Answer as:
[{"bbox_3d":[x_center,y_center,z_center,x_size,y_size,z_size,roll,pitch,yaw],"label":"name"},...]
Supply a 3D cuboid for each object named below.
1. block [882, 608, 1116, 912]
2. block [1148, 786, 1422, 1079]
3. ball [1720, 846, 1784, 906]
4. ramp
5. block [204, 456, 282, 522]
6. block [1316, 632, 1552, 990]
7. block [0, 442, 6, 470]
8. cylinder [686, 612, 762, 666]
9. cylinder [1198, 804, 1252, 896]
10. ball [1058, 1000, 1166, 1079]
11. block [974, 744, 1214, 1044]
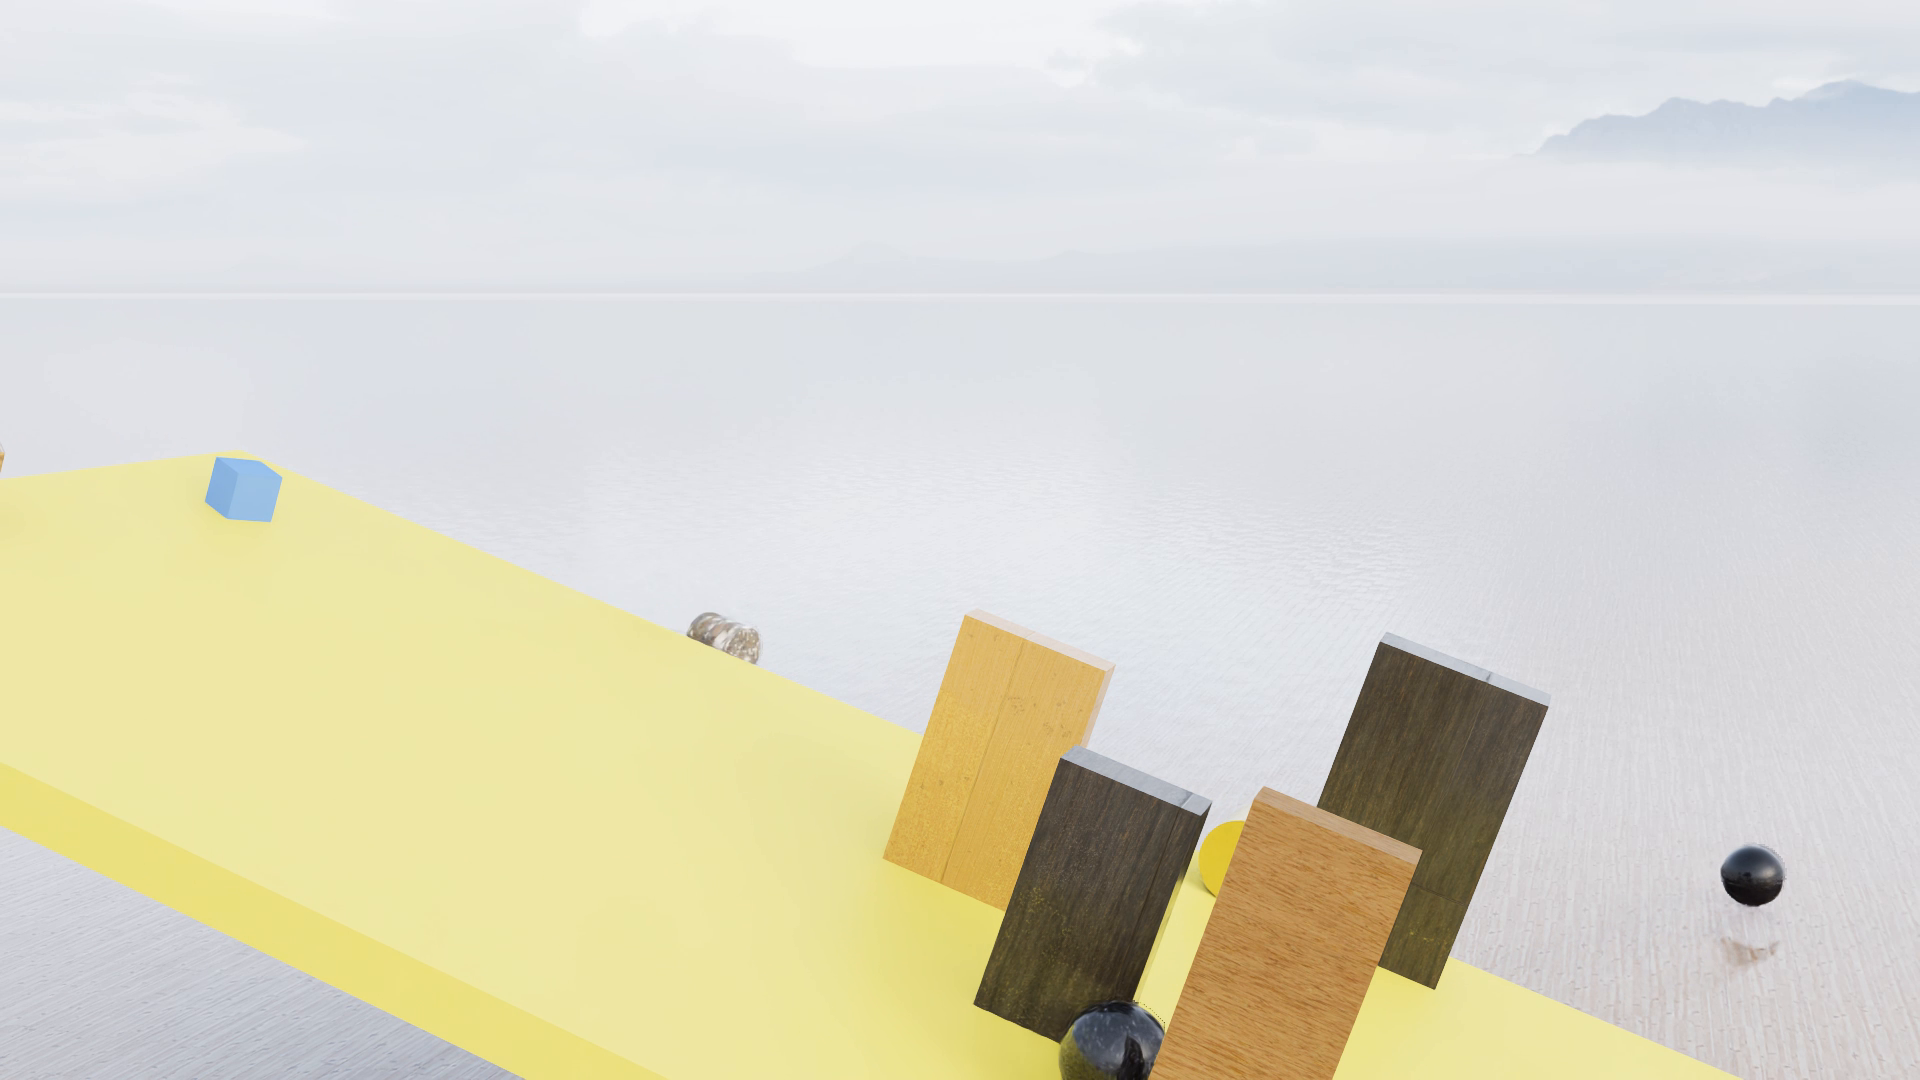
[{"bbox_3d":[0.074,0.433,4.278,0.295,0.522,0.084,21,12,14],"label":"block"},{"bbox_3d":[0.449,0.716,3.262,0.248,0.651,0.086,21,12,14],"label":"block"},{"bbox_3d":[2.327,0.985,6.457,0.178,0.178,0.178,0,7,0],"label":"ball"},{"bbox_3d":[-0.345,0.641,4.218,4.000,0.100,2.000,21,12,14],"label":"ramp"},{"bbox_3d":[-1.666,-0.117,5.115,0.112,0.112,0.112,29,16,40],"label":"block"},{"bbox_3d":[0.955,0.571,4.662,0.364,0.654,0.135,21,12,14],"label":"block"},{"bbox_3d":[-2.056,-0.134,4.439,0.182,0.182,0.182,10,14,-34],"label":"block"},{"bbox_3d":[-0.596,0.265,5.522,0.137,0.137,0.137,20,17,33],"label":"cylinder"},{"bbox_3d":[0.636,0.685,4.795,0.189,0.189,0.189,3,6,21],"label":"cylinder"},{"bbox_3d":[0.251,0.837,3.552,0.184,0.184,0.184,0,7,0],"label":"ball"},{"bbox_3d":[0.227,0.624,3.773,0.255,0.471,0.109,21,12,14],"label":"block"}]
